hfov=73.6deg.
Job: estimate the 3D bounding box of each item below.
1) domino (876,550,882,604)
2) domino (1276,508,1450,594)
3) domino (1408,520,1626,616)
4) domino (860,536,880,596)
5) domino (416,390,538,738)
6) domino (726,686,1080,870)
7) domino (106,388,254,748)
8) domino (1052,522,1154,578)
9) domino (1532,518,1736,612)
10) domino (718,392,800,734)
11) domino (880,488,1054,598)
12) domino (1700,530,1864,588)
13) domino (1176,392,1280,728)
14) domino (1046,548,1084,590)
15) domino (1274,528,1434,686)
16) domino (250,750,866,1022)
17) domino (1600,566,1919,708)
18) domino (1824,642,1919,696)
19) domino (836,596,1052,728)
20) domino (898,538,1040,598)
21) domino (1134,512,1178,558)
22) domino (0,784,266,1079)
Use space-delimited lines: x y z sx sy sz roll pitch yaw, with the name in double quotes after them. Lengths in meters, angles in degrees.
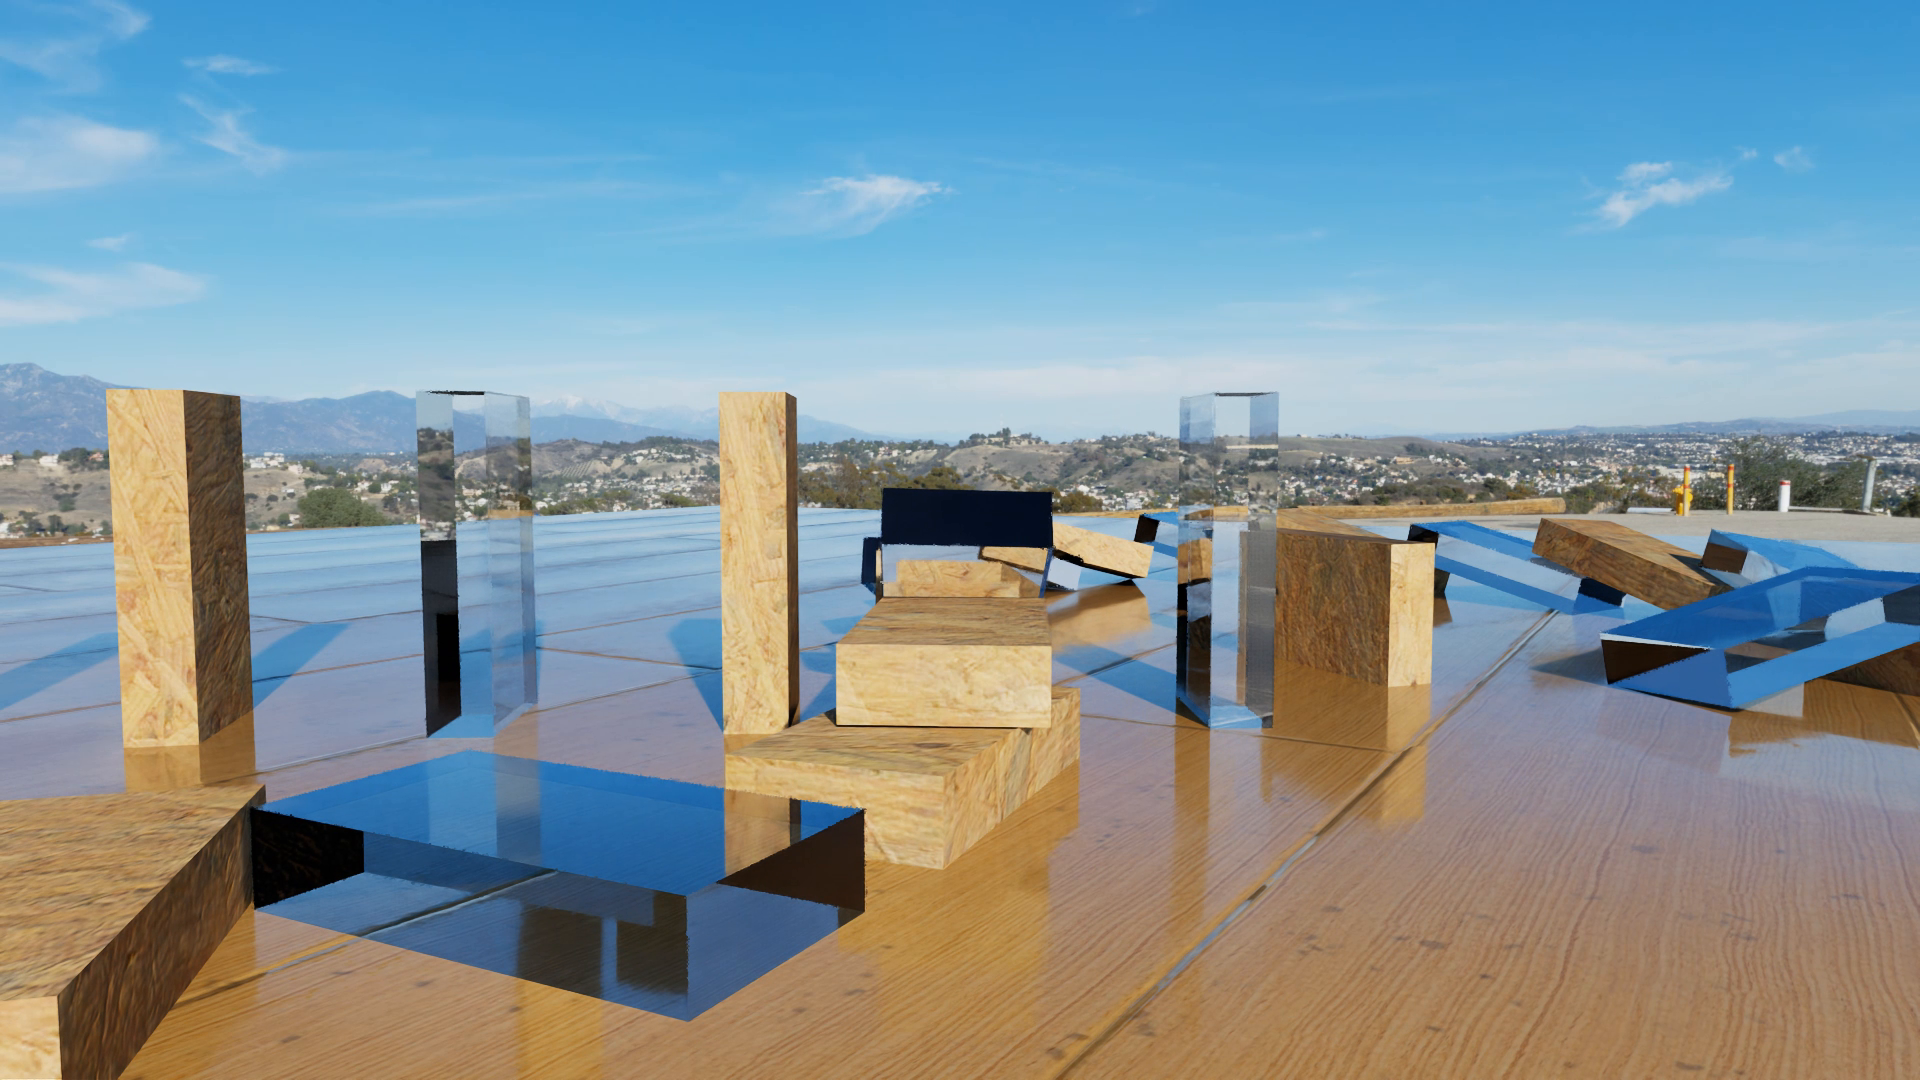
-0.002 0.012 0.248 0.025 0.009 0.050 0 -13 1 "domino"
0.114 0.003 0.374 0.050 0.010 0.025 24 19 39 "domino"
0.149 0.007 0.344 0.025 0.010 0.050 -3 18 -36 "domino"
-0.004 0.010 0.283 0.025 0.009 0.050 1 -13 8 "domino"
-0.073 0.003 0.197 0.010 0.050 0.025 0 4 -4 "domino"
-0.004 0.026 0.156 0.025 0.009 0.050 2 5 21 "domino"
-0.115 0.003 0.191 0.009 0.050 0.025 -1 4 -13 "domino"
0.031 0.001 0.391 0.050 0.009 0.025 14 -3 -2 "domino"
0.171 0.007 0.318 0.025 0.010 0.050 2 18 -24 "domino"
-0.031 0.003 0.199 0.009 0.050 0.025 0 4 -3 "domino"
0.000 0.009 0.209 0.025 0.010 0.050 1 -29 -2 "domino"
0.187 0.010 0.280 0.025 0.010 0.050 10 15 3 "domino"
0.042 0.002 0.203 0.009 0.050 0.025 0 4 -2 "domino"
0.009 0.003 0.365 0.050 0.010 0.025 20 -10 -40 "domino"
0.070 0.011 0.249 0.010 0.025 0.050 -2 5 -22 "domino"
-0.037 0.029 0.117 0.050 0.010 0.025 2 5 27 "domino"
0.141 0.016 0.222 0.050 0.009 0.025 -14 6 -17 "domino"
0.184 0.021 0.231 0.050 0.010 0.025 -1 4 -9 "domino"
-0.001 0.015 0.174 0.025 0.010 0.050 0 4 3 "domino"
0.003 0.008 0.328 0.025 0.009 0.050 1 -8 14 "domino"
0.081 0.003 0.392 0.050 0.010 0.025 19 14 31 "domino"
-0.073 0.031 0.098 0.025 0.010 0.050 -1 4 -16 "domino"
